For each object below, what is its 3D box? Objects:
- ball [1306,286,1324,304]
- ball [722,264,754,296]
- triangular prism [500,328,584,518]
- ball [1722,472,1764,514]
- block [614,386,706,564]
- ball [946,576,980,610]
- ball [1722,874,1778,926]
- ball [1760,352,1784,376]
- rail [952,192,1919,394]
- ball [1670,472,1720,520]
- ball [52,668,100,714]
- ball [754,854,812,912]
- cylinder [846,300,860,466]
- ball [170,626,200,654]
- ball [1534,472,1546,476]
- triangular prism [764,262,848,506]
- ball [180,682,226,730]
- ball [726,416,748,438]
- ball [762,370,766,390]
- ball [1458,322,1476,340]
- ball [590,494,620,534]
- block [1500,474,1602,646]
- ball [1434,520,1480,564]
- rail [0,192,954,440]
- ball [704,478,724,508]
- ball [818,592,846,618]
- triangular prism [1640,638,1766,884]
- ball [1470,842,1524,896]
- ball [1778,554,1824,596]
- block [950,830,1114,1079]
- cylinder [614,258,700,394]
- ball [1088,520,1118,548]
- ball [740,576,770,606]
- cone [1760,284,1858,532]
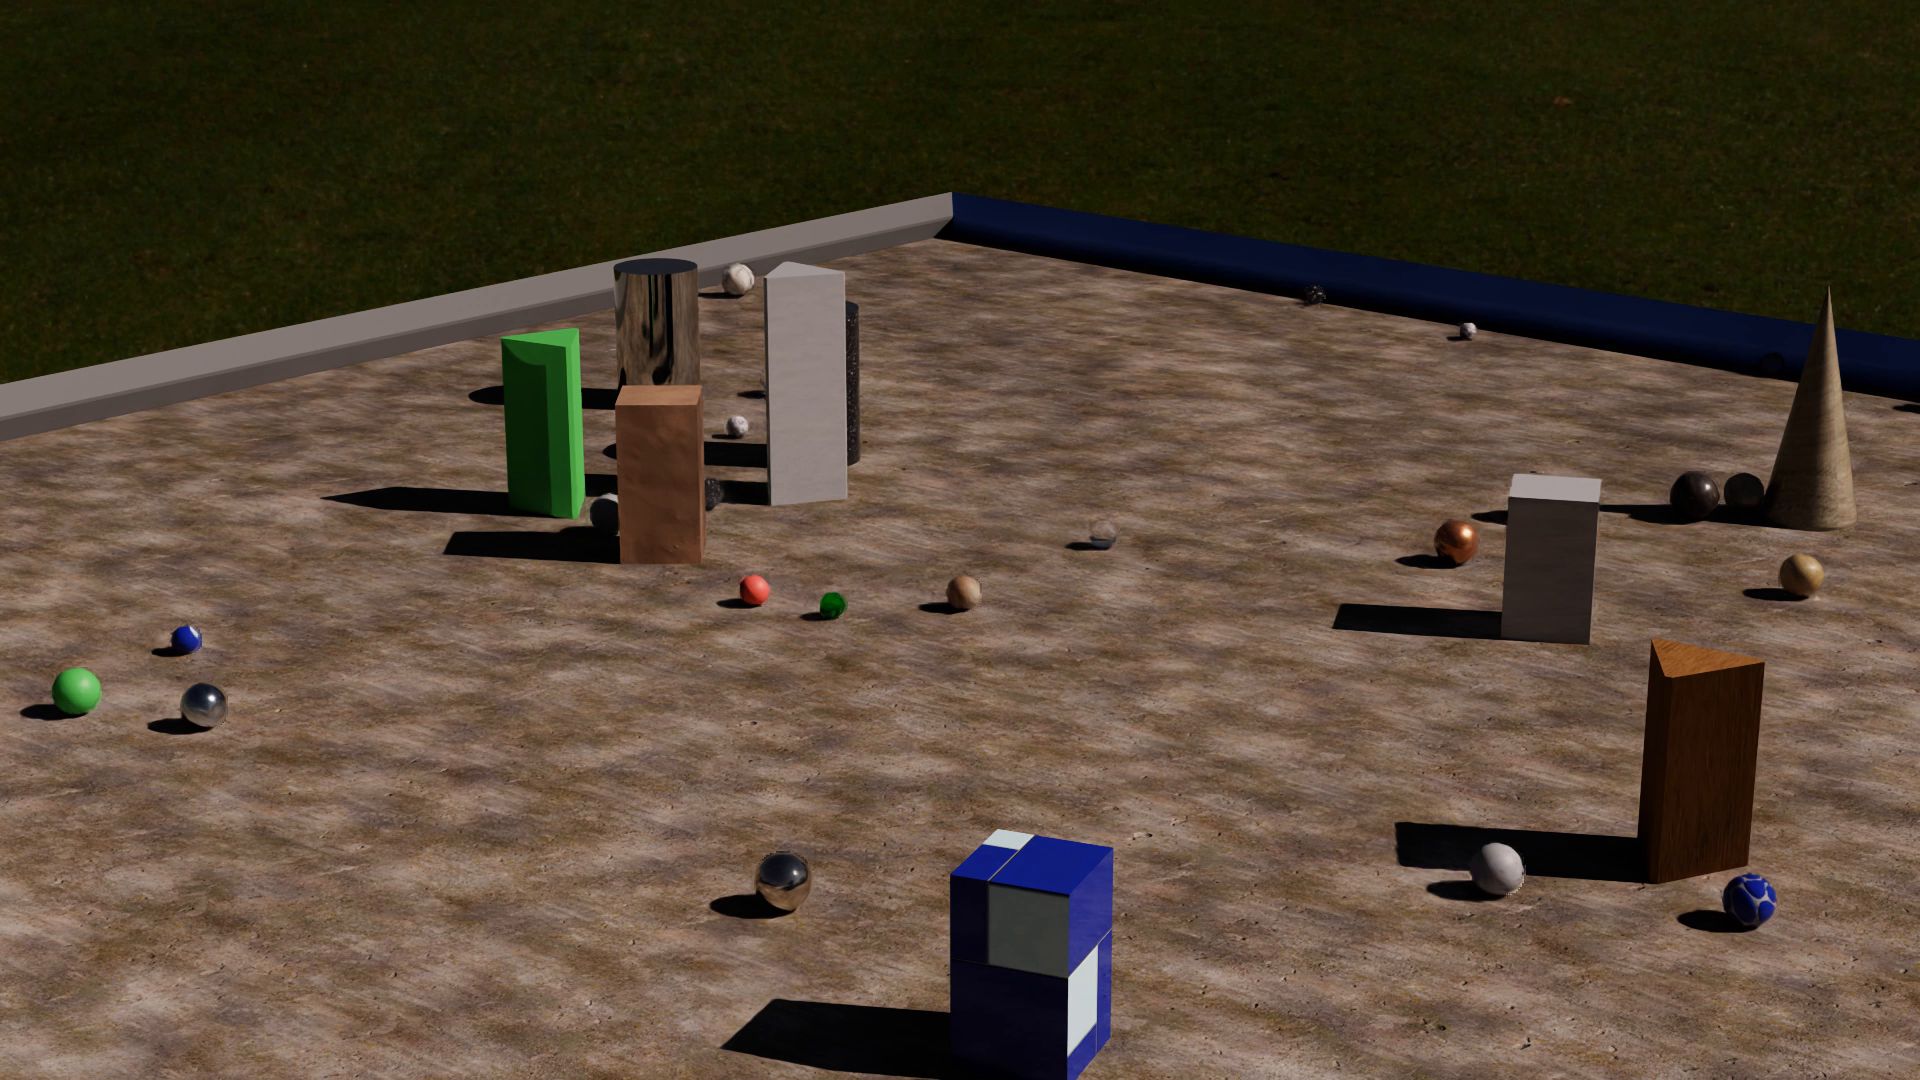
[{"bbox_3d":[0.892,-0.615,7.380,0.044,0.044,0.044,0,17,0],"label":"ball"},{"bbox_3d":[-0.567,-0.663,7.469,0.083,0.083,0.083,0,17,0],"label":"ball"},{"bbox_3d":[-0.765,-0.228,5.602,0.157,0.335,0.136,9,19,27],"label":"triangular prism"},{"bbox_3d":[1.494,-0.090,5.589,0.077,0.077,0.077,0,17,0],"label":"ball"},{"bbox_3d":[-0.540,-0.119,5.309,0.145,0.295,0.145,0,17,-1],"label":"block"},{"bbox_3d":[0.006,0.090,5.024,0.059,0.059,0.059,0,17,0],"label":"ball"},{"bbox_3d":[1.018,0.464,3.778,0.068,0.068,0.068,0,17,0],"label":"ball"},{"bbox_3d":[1.842,-0.399,6.651,0.053,0.053,0.053,0,17,0],"label":"ball"},{"bbox_3d":[1.599,-0.505,6.884,4.339,0.118,0.045,14,22,39],"label":"rail"},{"bbox_3d":[1.389,-0.083,5.544,0.091,0.091,0.091,0,17,0],"label":"ball"},{"bbox_3d":[-1.365,0.234,4.529,0.072,0.072,0.072,0,17,0],"label":"ball"},{"bbox_3d":[-0.231,0.446,3.822,0.076,0.076,0.076,0,17,0],"label":"ball"},{"bbox_3d":[-0.293,-0.316,5.929,0.181,0.313,0.181,0,17,0],"label":"cylinder"},{"bbox_3d":[-1.270,0.163,4.807,0.046,0.046,0.046,0,17,0],"label":"ball"},{"bbox_3d":[1.089,-0.082,5.541,0.090,0.090,0.090,0,17,0],"label":"ball"},{"bbox_3d":[-0.314,-0.306,5.666,0.157,0.446,0.136,-5,18,-17],"label":"triangular prism"},{"bbox_3d":[-1.154,0.253,4.469,0.070,0.070,0.070,0,17,0],"label":"ball"},{"bbox_3d":[-0.466,-0.237,6.129,0.046,0.046,0.046,0,17,0],"label":"ball"},{"bbox_3d":[-0.402,-0.353,6.468,0.072,0.072,0.072,0,17,0],"label":"ball"},{"bbox_3d":[1.213,-0.500,7.003,0.042,0.042,0.042,0,17,0],"label":"ball"},{"bbox_3d":[-0.652,-0.049,5.460,0.074,0.074,0.074,0,17,0],"label":"ball"},{"bbox_3d":[0.988,0.031,4.899,0.145,0.246,0.145,4,17,13],"label":"block"},{"bbox_3d":[0.893,0.004,5.274,0.081,0.081,0.081,0,17,0],"label":"ball"},{"bbox_3d":[-1.620,-0.378,6.468,0.045,0.118,4.926,14,22,39],"label":"rail"},{"bbox_3d":[-0.483,-0.090,5.620,0.060,0.060,0.060,0,17,0],"label":"ball"},{"bbox_3d":[-0.217,0.111,4.980,0.045,0.045,0.045,0,17,0],"label":"ball"},{"bbox_3d":[0.969,0.291,3.960,0.157,0.292,0.136,-7,18,-23],"label":"triangular prism"},{"bbox_3d":[0.709,0.435,3.872,0.069,0.069,0.069,0,17,0],"label":"ball"},{"bbox_3d":[1.461,0.061,5.093,0.075,0.075,0.075,0,17,0],"label":"ball"},{"bbox_3d":[0.084,0.485,3.406,0.145,0.243,0.145,7,18,22],"label":"block"},{"bbox_3d":[-0.658,-0.448,6.383,0.181,0.301,0.181,0,17,0],"label":"cylinder"},{"bbox_3d":[0.263,-0.011,5.370,0.054,0.054,0.054,0,17,0],"label":"ball"},{"bbox_3d":[-0.354,0.087,5.049,0.052,0.052,0.052,0,17,0],"label":"ball"},{"bbox_3d":[1.610,-0.258,5.497,0.181,0.452,0.181,0,17,0],"label":"cone"}]
